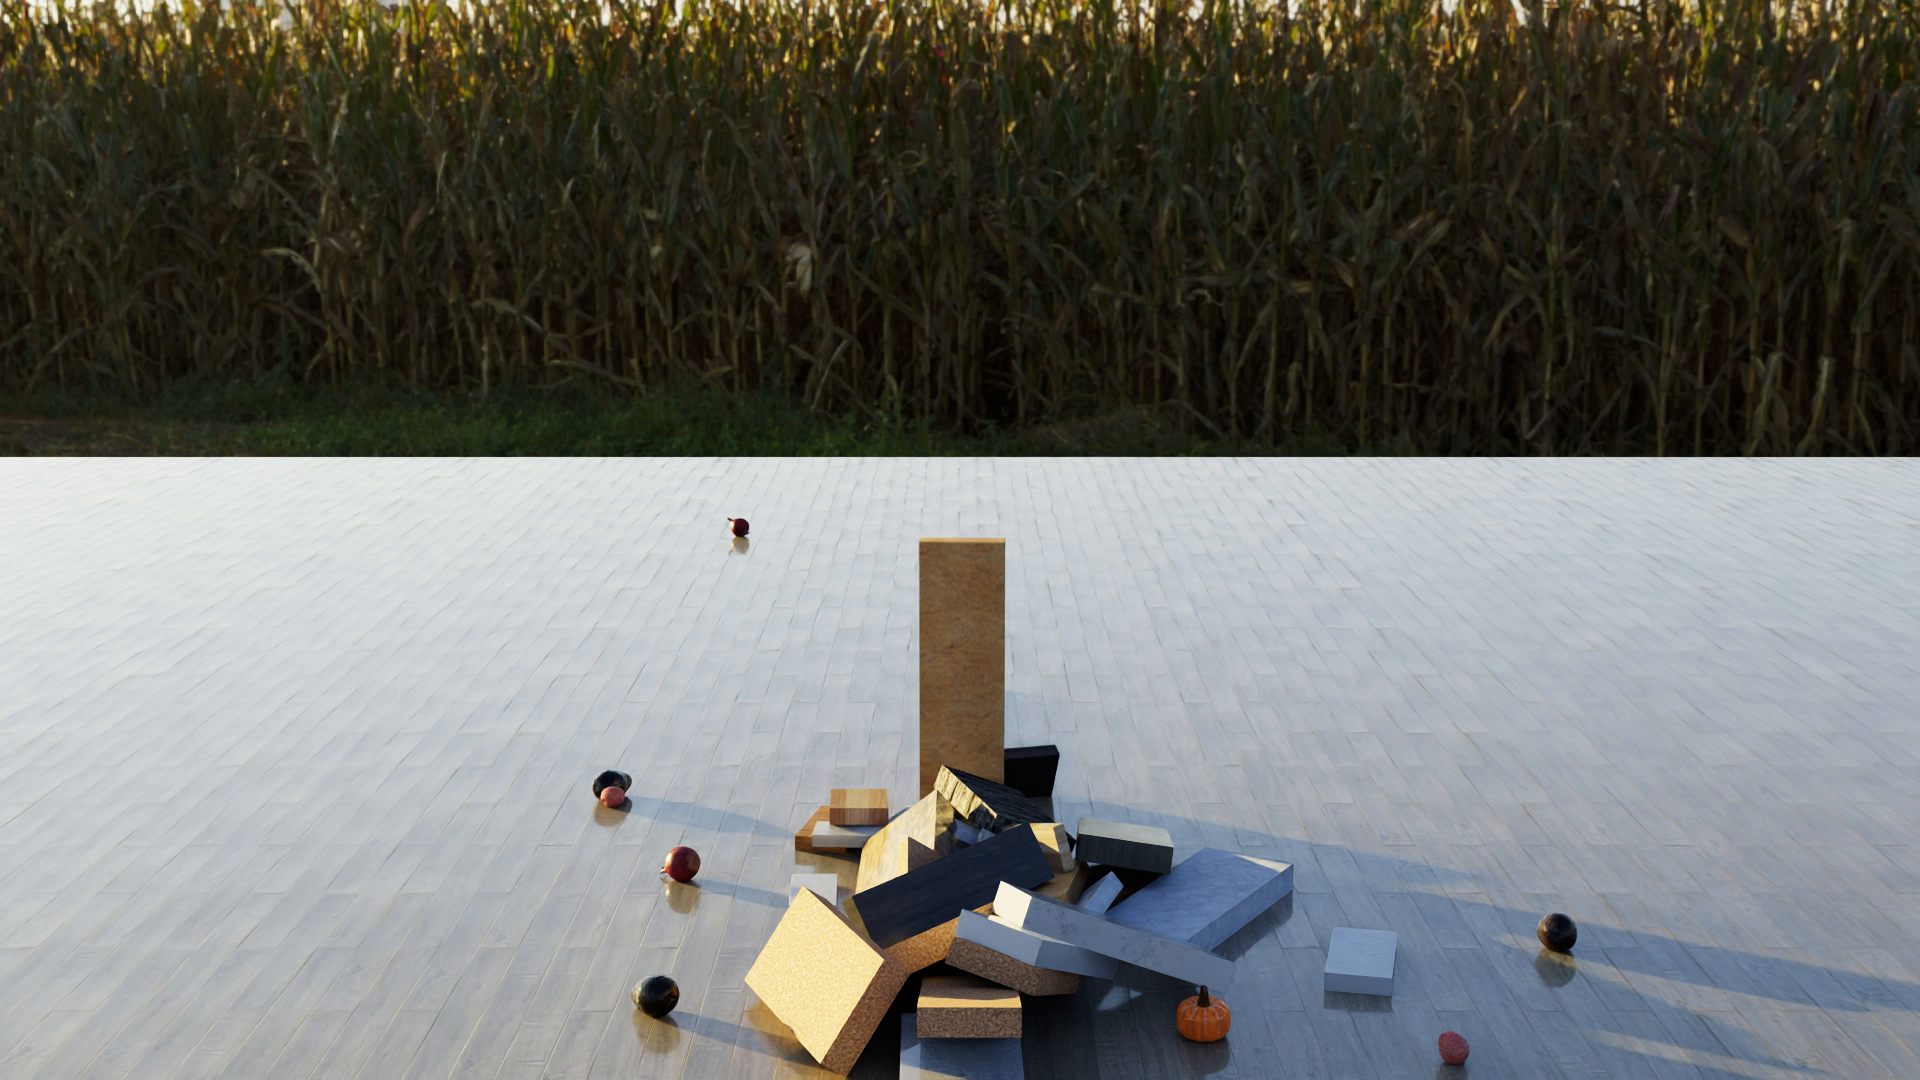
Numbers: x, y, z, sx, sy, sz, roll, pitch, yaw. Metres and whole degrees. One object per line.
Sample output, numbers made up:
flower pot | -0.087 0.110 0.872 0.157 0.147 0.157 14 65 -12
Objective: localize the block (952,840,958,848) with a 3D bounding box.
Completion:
block | 0.004 0.536 3.760 0.063 0.018 0.127 3 2 15

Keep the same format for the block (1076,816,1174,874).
block | 0.275 0.513 3.710 0.155 0.044 0.310 8 -2 4

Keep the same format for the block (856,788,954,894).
block | -0.091 0.525 3.649 0.162 0.046 0.324 -37 8 7

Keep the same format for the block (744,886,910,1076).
block | -0.192 0.616 3.098 0.046 0.161 0.322 34 -5 -25

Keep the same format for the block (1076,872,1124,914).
block | 0.178 0.590 3.411 0.109 0.031 0.218 -40 -3 20

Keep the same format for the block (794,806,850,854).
block | -0.228 0.521 3.968 0.092 0.026 0.184 2 11 11

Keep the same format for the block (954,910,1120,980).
block | 0.114 0.580 3.146 0.133 0.038 0.266 15 -6 31

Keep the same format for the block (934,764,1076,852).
block | 0.075 0.478 3.853 0.155 0.044 0.310 21 3 -20

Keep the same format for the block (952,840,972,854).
block | 0.032 0.520 3.690 0.076 0.021 0.151 3 2 7

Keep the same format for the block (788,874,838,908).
block | -0.241 0.587 3.628 0.076 0.022 0.153 0 11 -2

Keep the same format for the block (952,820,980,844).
block | 0.013 0.492 3.682 0.050 0.014 0.101 26 1 -3

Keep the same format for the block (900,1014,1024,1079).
block | 0.005 0.753 2.668 0.161 0.046 0.798 0 11 -1

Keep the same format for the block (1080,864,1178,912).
block | 0.264 0.575 3.664 0.109 0.031 0.218 7 13 33

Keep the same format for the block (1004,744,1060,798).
block | 0.079 0.444 4.162 0.208 0.104 0.029 -3 37 -17

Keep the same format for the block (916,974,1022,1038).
block | 0.013 0.633 3.004 0.133 0.038 0.438 0 -6 0

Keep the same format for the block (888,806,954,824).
block | -0.087 0.521 3.966 0.092 0.026 0.184 4 11 22

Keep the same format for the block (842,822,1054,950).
block | -0.013 0.537 3.380 0.384 0.098 0.028 -16 -14 -43

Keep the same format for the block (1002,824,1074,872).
block | 0.128 0.507 3.621 0.022 0.076 0.153 -16 2 -33

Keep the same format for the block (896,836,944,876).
block | -0.011 0.547 3.438 0.196 0.028 0.098 32 28 -20

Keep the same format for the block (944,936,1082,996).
block | 0.080 0.608 3.137 0.133 0.038 0.266 17 -6 18

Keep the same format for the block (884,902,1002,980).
block | -0.053 0.606 3.230 0.161 0.046 0.322 -35 -14 38

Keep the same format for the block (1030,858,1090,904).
block | 0.137 0.563 3.526 0.109 0.031 0.284 -14 2 10

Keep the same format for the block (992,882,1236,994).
block | 0.222 0.578 3.207 0.324 0.046 0.162 20 -5 -13

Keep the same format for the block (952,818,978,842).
block | 0.033 0.525 3.946 0.092 0.026 0.184 6 12 28

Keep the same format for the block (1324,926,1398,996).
block | 0.609 0.638 3.336 0.098 0.028 0.196 2 11 13

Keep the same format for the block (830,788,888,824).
block | -0.182 0.481 3.969 0.104 0.029 0.208 0 3 -3

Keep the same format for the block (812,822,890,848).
block | -0.179 0.517 3.859 0.153 0.022 0.076 1 11 3

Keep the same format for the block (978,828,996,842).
block | 0.055 0.498 3.618 0.050 0.014 0.101 27 1 2

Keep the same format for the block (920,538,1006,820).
block | 0.004 0.256 4.041 0.155 0.520 0.044 1 10 3

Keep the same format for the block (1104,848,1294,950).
block | 0.378 0.590 3.545 0.162 0.046 0.429 6 12 30
